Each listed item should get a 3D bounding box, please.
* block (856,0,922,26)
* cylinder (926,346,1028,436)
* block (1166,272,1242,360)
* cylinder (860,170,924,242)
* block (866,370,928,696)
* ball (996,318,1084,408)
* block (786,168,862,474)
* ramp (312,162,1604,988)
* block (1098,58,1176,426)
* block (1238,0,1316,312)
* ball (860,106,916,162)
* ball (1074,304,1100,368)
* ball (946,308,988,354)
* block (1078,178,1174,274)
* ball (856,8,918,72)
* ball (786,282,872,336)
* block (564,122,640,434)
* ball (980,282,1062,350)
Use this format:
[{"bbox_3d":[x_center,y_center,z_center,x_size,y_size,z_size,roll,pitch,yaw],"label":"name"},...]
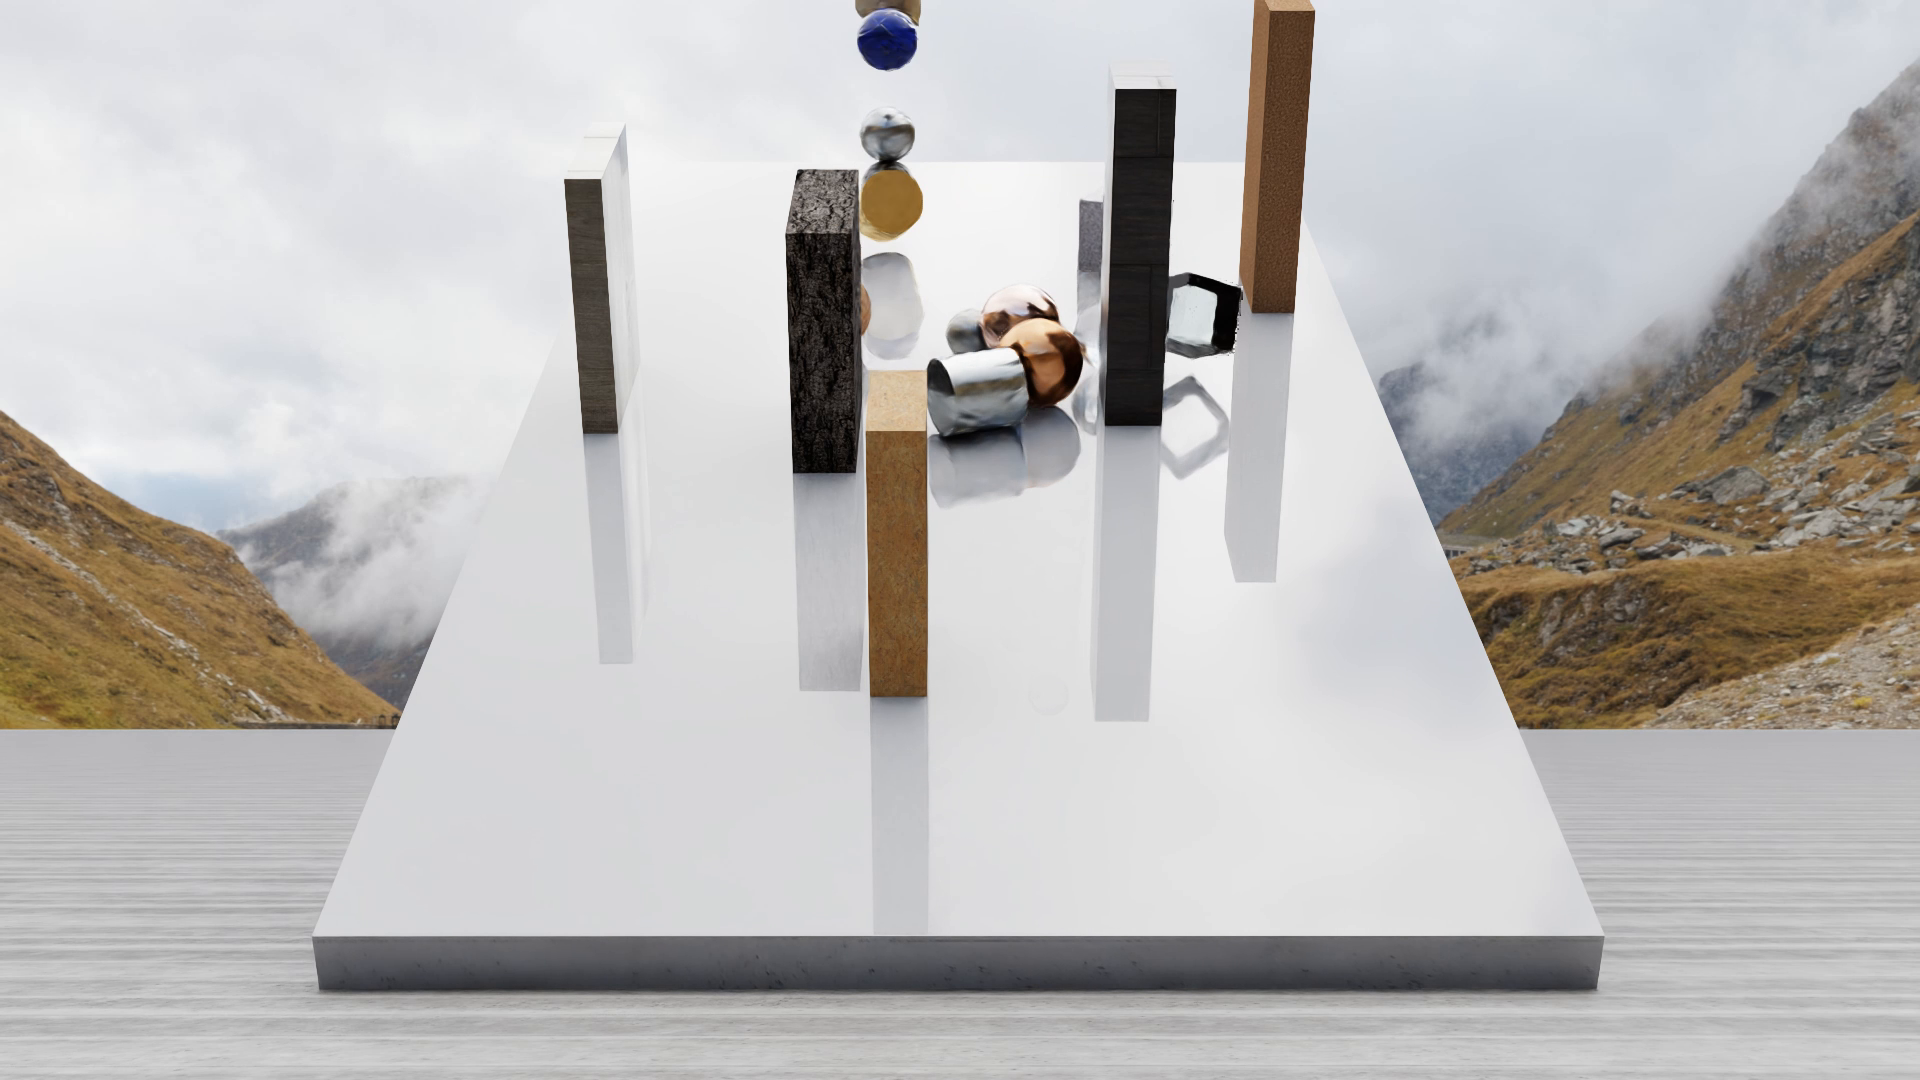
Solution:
[{"bbox_3d":[-0.211,-1.617,6.999,0.149,0.149,0.149,-1,-12,19],"label":"block"},{"bbox_3d":[0.036,-0.338,5.364,0.178,0.178,0.178,-11,0,-22],"label":"cylinder"},{"bbox_3d":[0.554,-0.535,5.649,0.156,0.156,0.156,13,-10,-30],"label":"block"},{"bbox_3d":[-0.198,-0.911,6.442,0.173,0.173,0.173,1,-1,-11],"label":"cylinder"},{"bbox_3d":[-0.113,-0.012,4.316,0.105,0.529,0.274,0,26,0],"label":"block"},{"bbox_3d":[0.182,-0.412,5.491,0.208,0.208,0.208,0,-4,0],"label":"ball"},{"bbox_3d":[-0.298,-0.494,5.265,0.139,0.552,0.447,0,26,0],"label":"block"},{"bbox_3d":[-0.010,-0.228,5.466,2.000,0.100,4.000,0,26,0],"label":"ramp"},{"bbox_3d":[0.399,-0.672,5.363,0.132,0.789,0.251,0,26,0],"label":"block"},{"bbox_3d":[0.807,-1.003,6.043,0.110,0.782,0.306,0,26,0],"label":"block"},{"bbox_3d":[-0.222,-1.238,7.206,0.170,0.170,0.170,0,-4,0],"label":"ball"},{"bbox_3d":[0.354,-0.490,5.683,0.162,0.162,0.162,0,-4,0],"label":"ball"},{"bbox_3d":[0.027,-0.502,5.766,0.125,0.125,0.125,0,-4,0],"label":"ball"},{"bbox_3d":[0.447,-0.842,6.371,0.201,0.201,0.201,10,28,19],"label":"block"},{"bbox_3d":[-0.209,-1.439,6.791,0.178,0.178,0.178,0,-4,0],"label":"ball"},{"bbox_3d":[-0.321,-0.564,5.796,0.208,0.208,0.208,0,-4,0],"label":"ball"},{"bbox_3d":[-0.819,-0.608,5.438,0.081,0.602,0.432,0,26,0],"label":"block"},{"bbox_3d":[0.145,-0.517,5.659,0.197,0.197,0.197,0,-4,0],"label":"ball"}]
